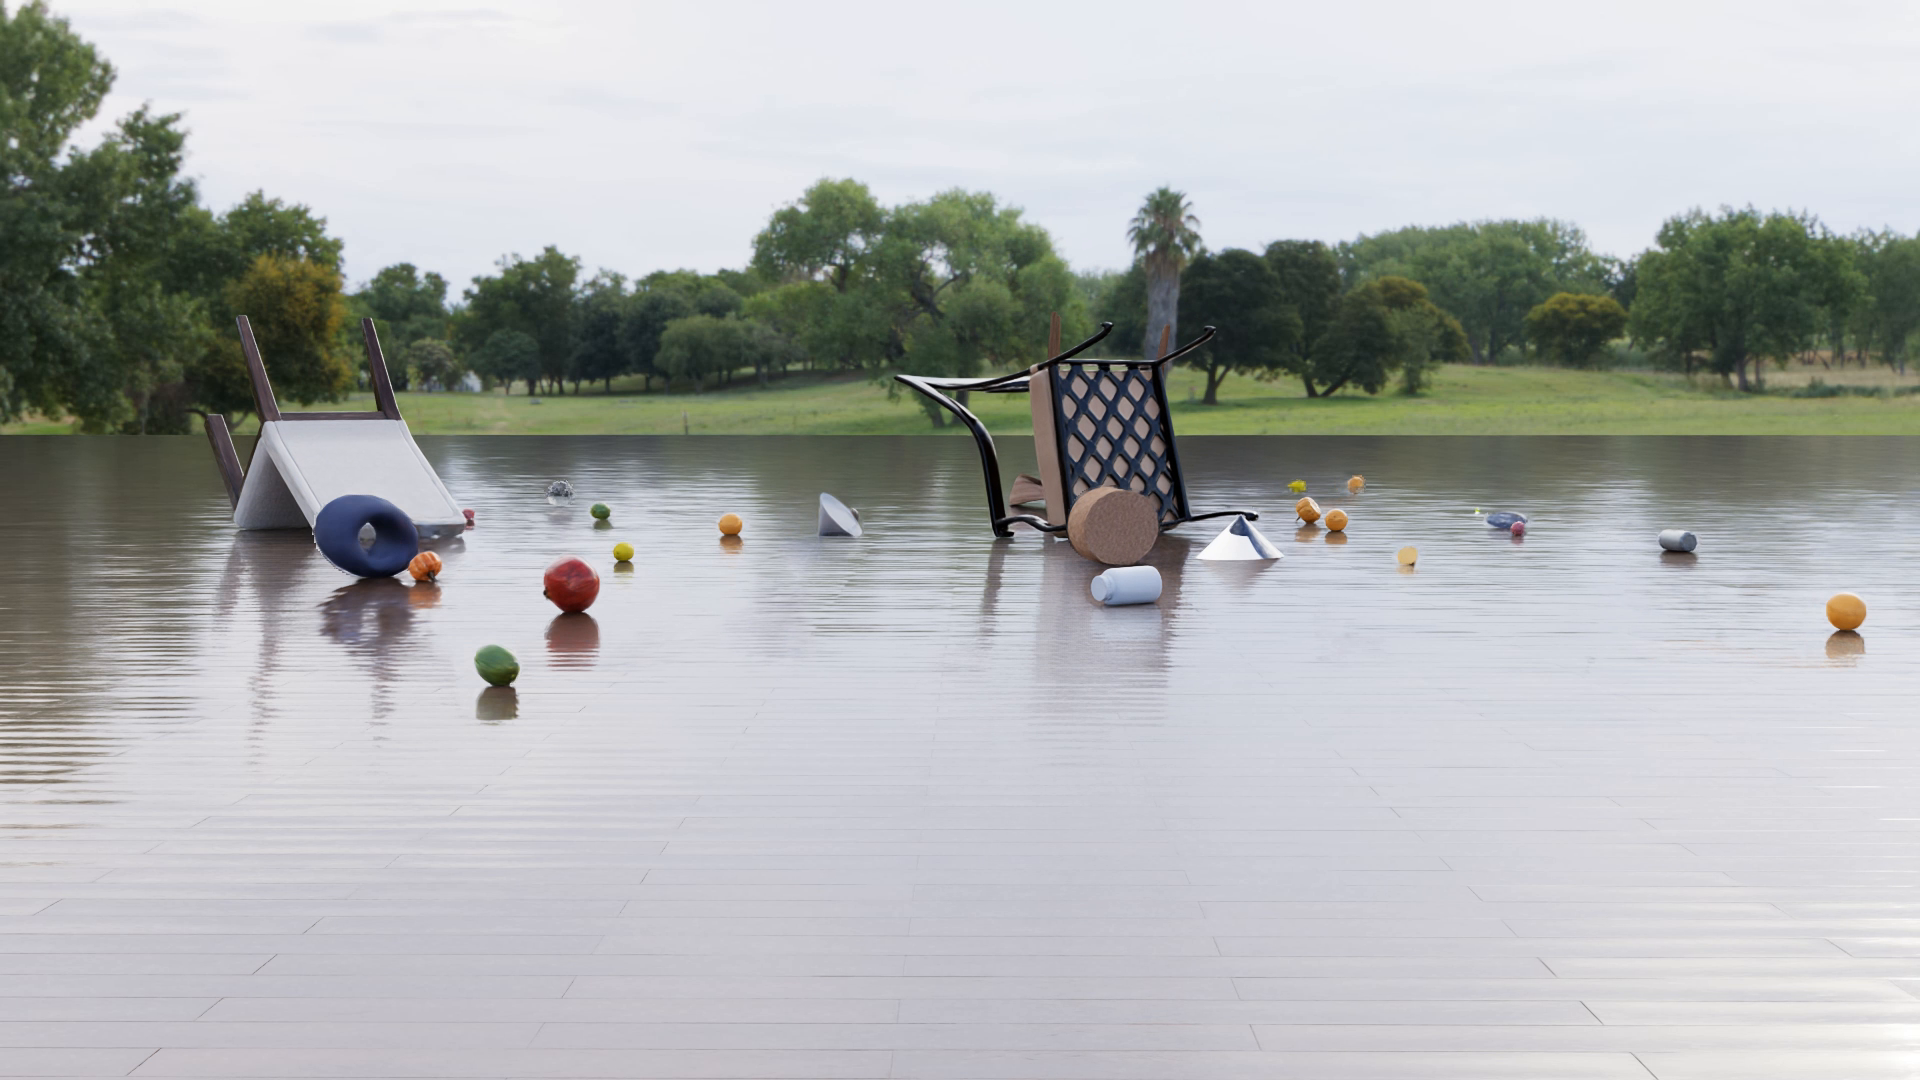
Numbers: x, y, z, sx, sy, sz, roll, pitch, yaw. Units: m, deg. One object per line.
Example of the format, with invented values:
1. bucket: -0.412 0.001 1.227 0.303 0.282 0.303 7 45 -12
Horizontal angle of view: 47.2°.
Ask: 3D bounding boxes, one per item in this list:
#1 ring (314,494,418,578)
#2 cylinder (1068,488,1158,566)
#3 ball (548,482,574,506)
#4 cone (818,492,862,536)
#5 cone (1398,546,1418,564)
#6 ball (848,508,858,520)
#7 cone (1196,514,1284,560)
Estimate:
1. ring: -1.409 -0.009 5.228 0.129 0.192 0.261 10 -12 41
2. cylinder: 0.394 -0.037 5.684 0.199 0.189 0.177 -34 9 -7
3. ball: -1.525 -0.176 8.390 0.098 0.098 0.098 0 4 0
4. cone: -0.399 -0.046 6.724 0.107 0.176 0.116 -41 5 26
5. cone: 1.161 0.050 5.657 0.041 0.052 0.062 41 -7 -40
6. ball: -0.363 -0.079 7.293 0.056 0.056 0.056 0 4 0
7. cone: 0.752 -0.012 5.897 0.282 0.112 0.188 -3 5 -40
